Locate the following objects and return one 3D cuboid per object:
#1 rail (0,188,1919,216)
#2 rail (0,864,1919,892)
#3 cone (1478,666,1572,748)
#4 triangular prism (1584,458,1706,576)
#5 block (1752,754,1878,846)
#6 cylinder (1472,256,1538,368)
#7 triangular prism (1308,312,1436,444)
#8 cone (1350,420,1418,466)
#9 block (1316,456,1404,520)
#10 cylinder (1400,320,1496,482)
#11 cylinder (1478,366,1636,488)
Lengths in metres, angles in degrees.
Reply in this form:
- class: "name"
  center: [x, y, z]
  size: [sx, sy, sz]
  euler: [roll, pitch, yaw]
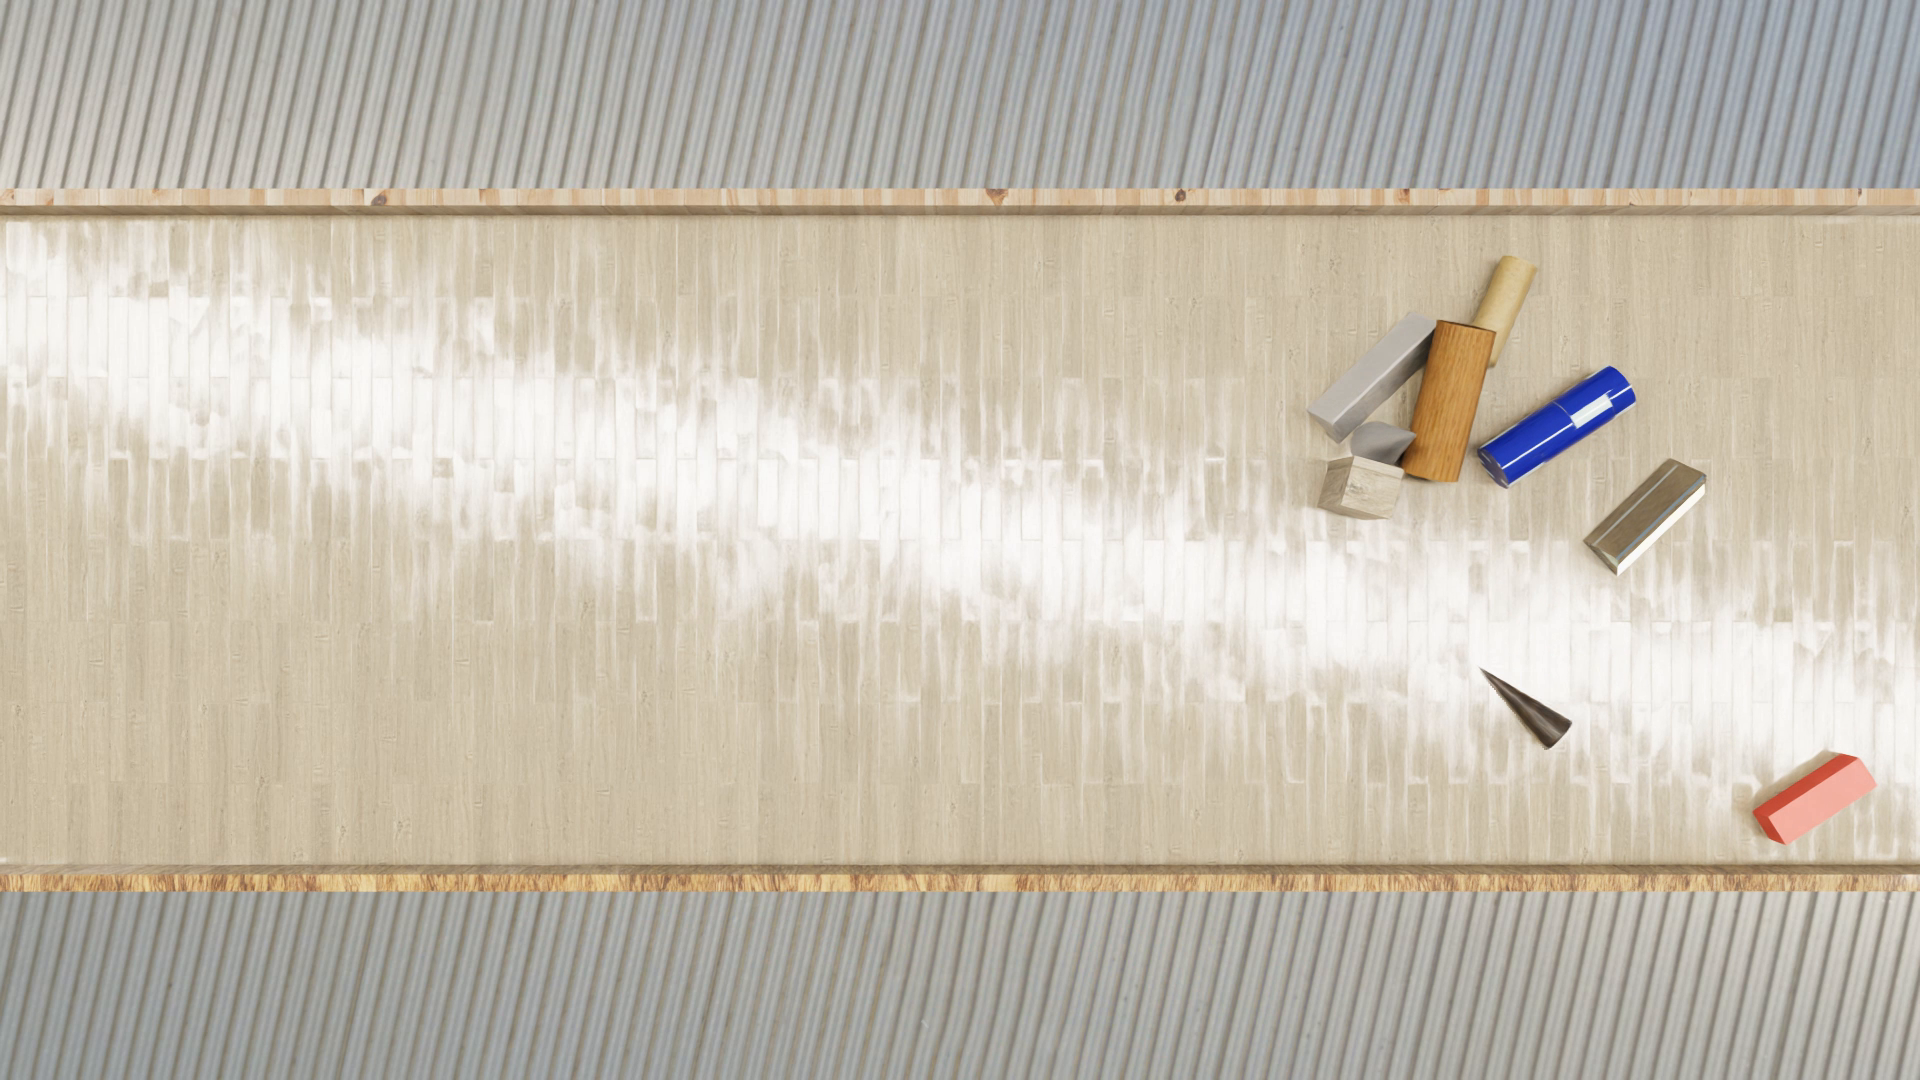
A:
- class: "rail"
  center: [-2.247, -1.025, 5.002]
  size: [12.000, 0.150, 0.050]
  euler: [0, 90, 0]
- class: "rail"
  center: [-2.247, 1.025, 5.001]
  size: [12.000, 0.150, 0.050]
  euler: [0, 90, 0]
- class: "cone"
  center: [1.710, 0.489, 5.049]
  size: [0.320, 0.111, 0.111]
  euler: [42, 90, 10]
- class: "triangular prism"
  center: [2.102, -0.070, 5.008]
  size: [0.368, 0.130, 0.150]
  euler: [-44, 90, 0]
- class: "block"
  center: [2.603, 0.789, 5.025]
  size: [0.330, 0.102, 0.102]
  euler: [-33, 90, 0]
- class: "cylinder"
  center: [1.640, -0.694, 5.020]
  size: [0.112, 0.112, 0.323]
  euler: [24, 90, 0]
- class: "triangular prism"
  center: [1.276, -0.500, 5.011]
  size: [0.444, 0.124, 0.144]
  euler: [-43, 90, 0]
- class: "cone"
  center: [1.281, -0.292, 4.849]
  size: [0.157, 0.451, 0.157]
  euler: [0, 89, -1]
- class: "block"
  center: [1.190, -0.152, 4.915]
  size: [0.148, 0.323, 0.148]
  euler: [16, 90, 0]
- class: "cylinder"
  center: [1.461, -0.416, 4.941]
  size: [0.174, 0.174, 0.458]
  euler: [11, 103, 0]
- class: "cylinder"
  center: [1.808, -0.342, 5.002]
  size: [0.457, 0.150, 0.150]
  euler: [-33, 90, 0]
